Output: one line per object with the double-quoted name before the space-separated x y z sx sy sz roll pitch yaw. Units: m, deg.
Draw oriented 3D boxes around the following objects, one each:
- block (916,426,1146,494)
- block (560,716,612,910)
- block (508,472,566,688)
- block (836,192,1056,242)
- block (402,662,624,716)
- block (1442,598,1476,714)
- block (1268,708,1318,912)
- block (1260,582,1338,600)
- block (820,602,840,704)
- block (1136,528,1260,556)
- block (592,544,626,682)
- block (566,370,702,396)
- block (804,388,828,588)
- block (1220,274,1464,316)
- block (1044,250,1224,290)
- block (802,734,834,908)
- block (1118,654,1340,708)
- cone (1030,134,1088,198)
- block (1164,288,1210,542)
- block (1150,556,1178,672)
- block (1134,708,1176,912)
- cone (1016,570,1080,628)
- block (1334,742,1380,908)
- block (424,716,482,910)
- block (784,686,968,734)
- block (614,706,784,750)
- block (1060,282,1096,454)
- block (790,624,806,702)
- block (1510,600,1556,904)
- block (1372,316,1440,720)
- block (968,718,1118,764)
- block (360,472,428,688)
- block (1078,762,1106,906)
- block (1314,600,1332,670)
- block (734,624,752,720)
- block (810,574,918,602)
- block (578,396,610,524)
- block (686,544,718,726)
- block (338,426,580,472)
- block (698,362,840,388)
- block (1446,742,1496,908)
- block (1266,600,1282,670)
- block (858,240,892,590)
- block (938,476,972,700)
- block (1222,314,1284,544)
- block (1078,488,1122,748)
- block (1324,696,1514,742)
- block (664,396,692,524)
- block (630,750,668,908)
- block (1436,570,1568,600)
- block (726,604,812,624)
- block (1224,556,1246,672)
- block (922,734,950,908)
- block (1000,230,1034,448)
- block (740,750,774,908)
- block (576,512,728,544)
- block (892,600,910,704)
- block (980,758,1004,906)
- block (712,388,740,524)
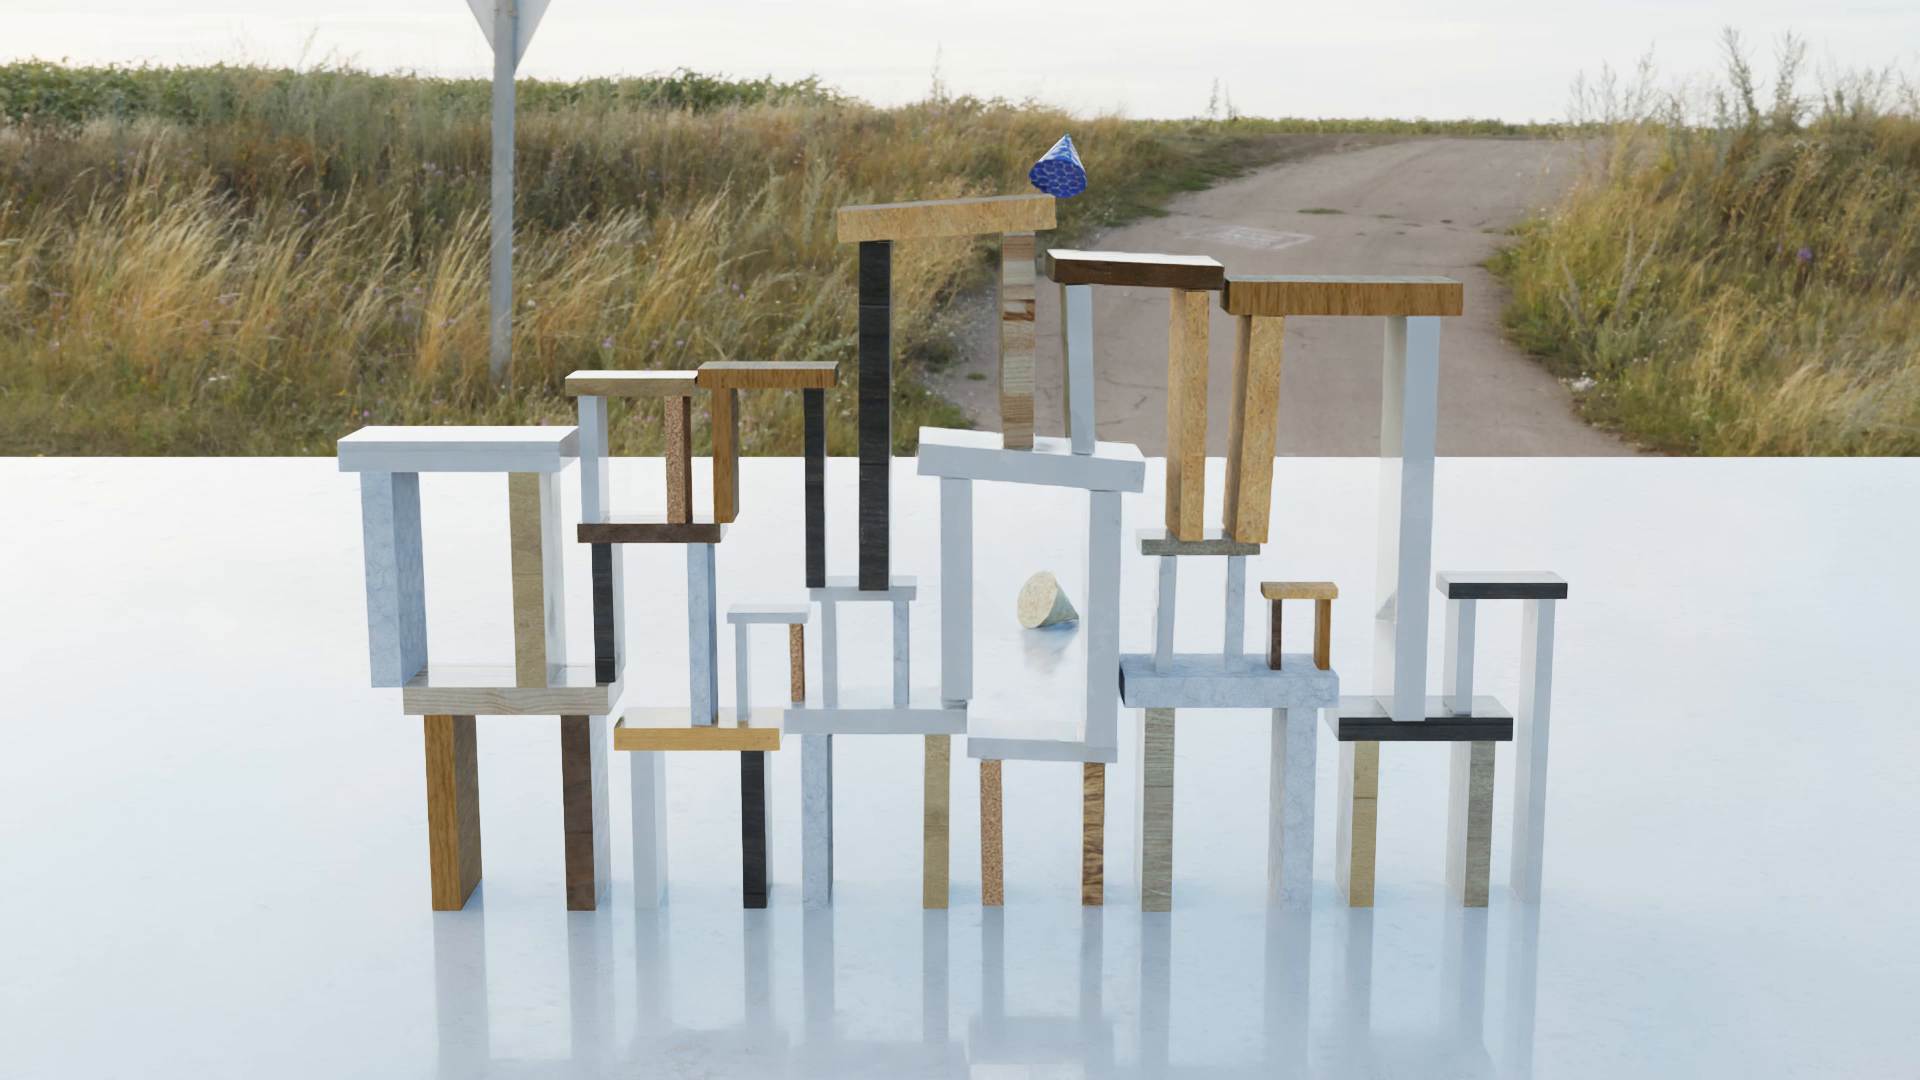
"block" 0.111 -0.130 3.530 0.356 0.050 0.178 5 11 -2
"block" -0.618 0.428 3.640 0.047 0.329 0.165 0 11 0
"block" -0.684 0.049 3.568 0.049 0.348 0.174 0 11 0
"block" -0.022 -0.508 3.460 0.337 0.048 0.168 -4 11 0
"block" -0.728 0.243 3.605 0.329 0.047 0.165 0 11 0
"block" 0.815 0.180 3.593 0.027 0.191 0.095 0 11 0
"block" 0.549 0.422 3.637 0.049 0.343 0.171 0 11 0
"block" 0.550 0.082 3.571 0.118 0.017 0.059 0 11 0
"block" -0.211 0.174 3.592 0.024 0.171 0.086 0 11 0
"block" 0.384 0.003 3.565 0.191 0.027 0.095 0 11 -2
"block" -0.572 0.107 3.583 0.032 0.229 0.114 0 11 0
"block" -0.519 -0.250 3.510 0.203 0.029 0.102 0 11 0
"block" -0.232 -0.091 3.541 0.031 0.321 0.108 0 11 -1
"block" 0.600 -0.389 3.491 0.359 0.051 0.180 1 10 2
"block" 0.272 -0.427 3.466 0.265 0.037 0.132 2 14 -5
"block" -0.236 0.445 3.643 0.042 0.295 0.148 0 11 0
"block" 0.435 0.229 3.601 0.343 0.049 0.171 0 11 0
"cone" 0.283 -1.050 6.009 0.160 0.160 0.160 9 -29 5
"block" 0.363 -0.207 3.521 0.037 0.399 0.132 -1 12 -5
"block" 0.331 0.111 3.578 0.027 0.191 0.095 2 11 0
"block" 0.320 0.422 3.637 0.049 0.343 0.171 0 11 0
"cone" 0.255 0.178 5.688 0.155 0.155 0.155 24 -4 -34
"block" 0.658 0.451 3.647 0.040 0.282 0.141 0 11 0
"block" -0.838 0.428 3.640 0.047 0.329 0.165 0 11 0
"block" -0.136 0.279 3.612 0.295 0.042 0.148 0 11 0
"block" -0.425 0.309 3.612 0.267 0.038 0.134 0 11 0
"block" 0.186 -0.280 3.489 0.037 0.265 0.132 -3 14 -2
"block" -0.266 0.193 3.600 0.018 0.131 0.065 0 11 0
"block" 0.943 0.338 3.622 0.027 0.512 0.095 0 11 0
"block" 0.719 -0.044 3.552 0.051 0.647 0.180 0 10 0
"block" 0.136 0.330 3.623 0.244 0.035 0.122 2 11 2
"block" -0.917 0.049 3.569 0.049 0.348 0.174 0 11 0
"block" 0.218 0.469 3.650 0.035 0.244 0.122 0 11 0
"block" 0.590 0.148 3.583 0.017 0.118 0.059 0 11 0
"block" -0.355 0.209 3.604 0.018 0.162 0.065 0 11 0
"block" -0.155 0.078 3.572 0.171 0.024 0.085 0 11 0
"block" -0.587 -0.136 3.531 0.029 0.203 0.102 0 11 0
"block" -0.420 0.142 3.590 0.032 0.299 0.114 0 11 0
"block" -0.801 -0.147 3.533 0.348 0.049 0.174 0 11 0
"block" -0.304 -0.264 3.509 0.216 0.031 0.108 0 11 1
"block" 0.846 0.451 3.647 0.040 0.282 0.141 0 11 0
"block" 0.511 0.148 3.583 0.017 0.118 0.059 0 11 0
"block" -0.135 -0.205 3.521 0.048 0.548 0.168 0 11 -1
"block" -0.007 0.063 3.567 0.050 0.356 0.178 0 11 -1
"block" 0.470 -0.188 3.532 0.051 0.359 0.180 3 10 -1
"block" 0.227 0.112 3.573 0.050 0.415 0.178 0 11 -1
"block" 0.752 0.293 3.618 0.282 0.040 0.141 0 11 0
"block" -0.452 -0.136 3.531 0.029 0.203 0.102 0 11 0
"block" -0.514 0.459 3.640 0.038 0.267 0.134 0 11 0
"block" 0.879 0.073 3.573 0.191 0.027 0.095 0 11 0
"block" -0.311 0.120 3.586 0.130 0.018 0.065 0 11 1
"block" 0.448 0.110 3.584 0.027 0.191 0.095 1 11 4
"block" -0.038 0.444 3.643 0.042 0.295 0.148 1 11 0
"block" 0.090 -0.325 3.497 0.048 0.337 0.168 0 11 -1
"block" -0.336 0.459 3.640 0.038 0.267 0.134 0 11 0
"block" -0.496 -0.021 3.559 0.229 0.032 0.114 0 11 0
"block" -0.095 0.175 3.588 0.024 0.171 0.085 0 11 1
"block" 0.053 0.469 3.650 0.035 0.244 0.122 -1 11 0
"block" -0.376 -0.143 3.534 0.031 0.216 0.108 0 11 0
